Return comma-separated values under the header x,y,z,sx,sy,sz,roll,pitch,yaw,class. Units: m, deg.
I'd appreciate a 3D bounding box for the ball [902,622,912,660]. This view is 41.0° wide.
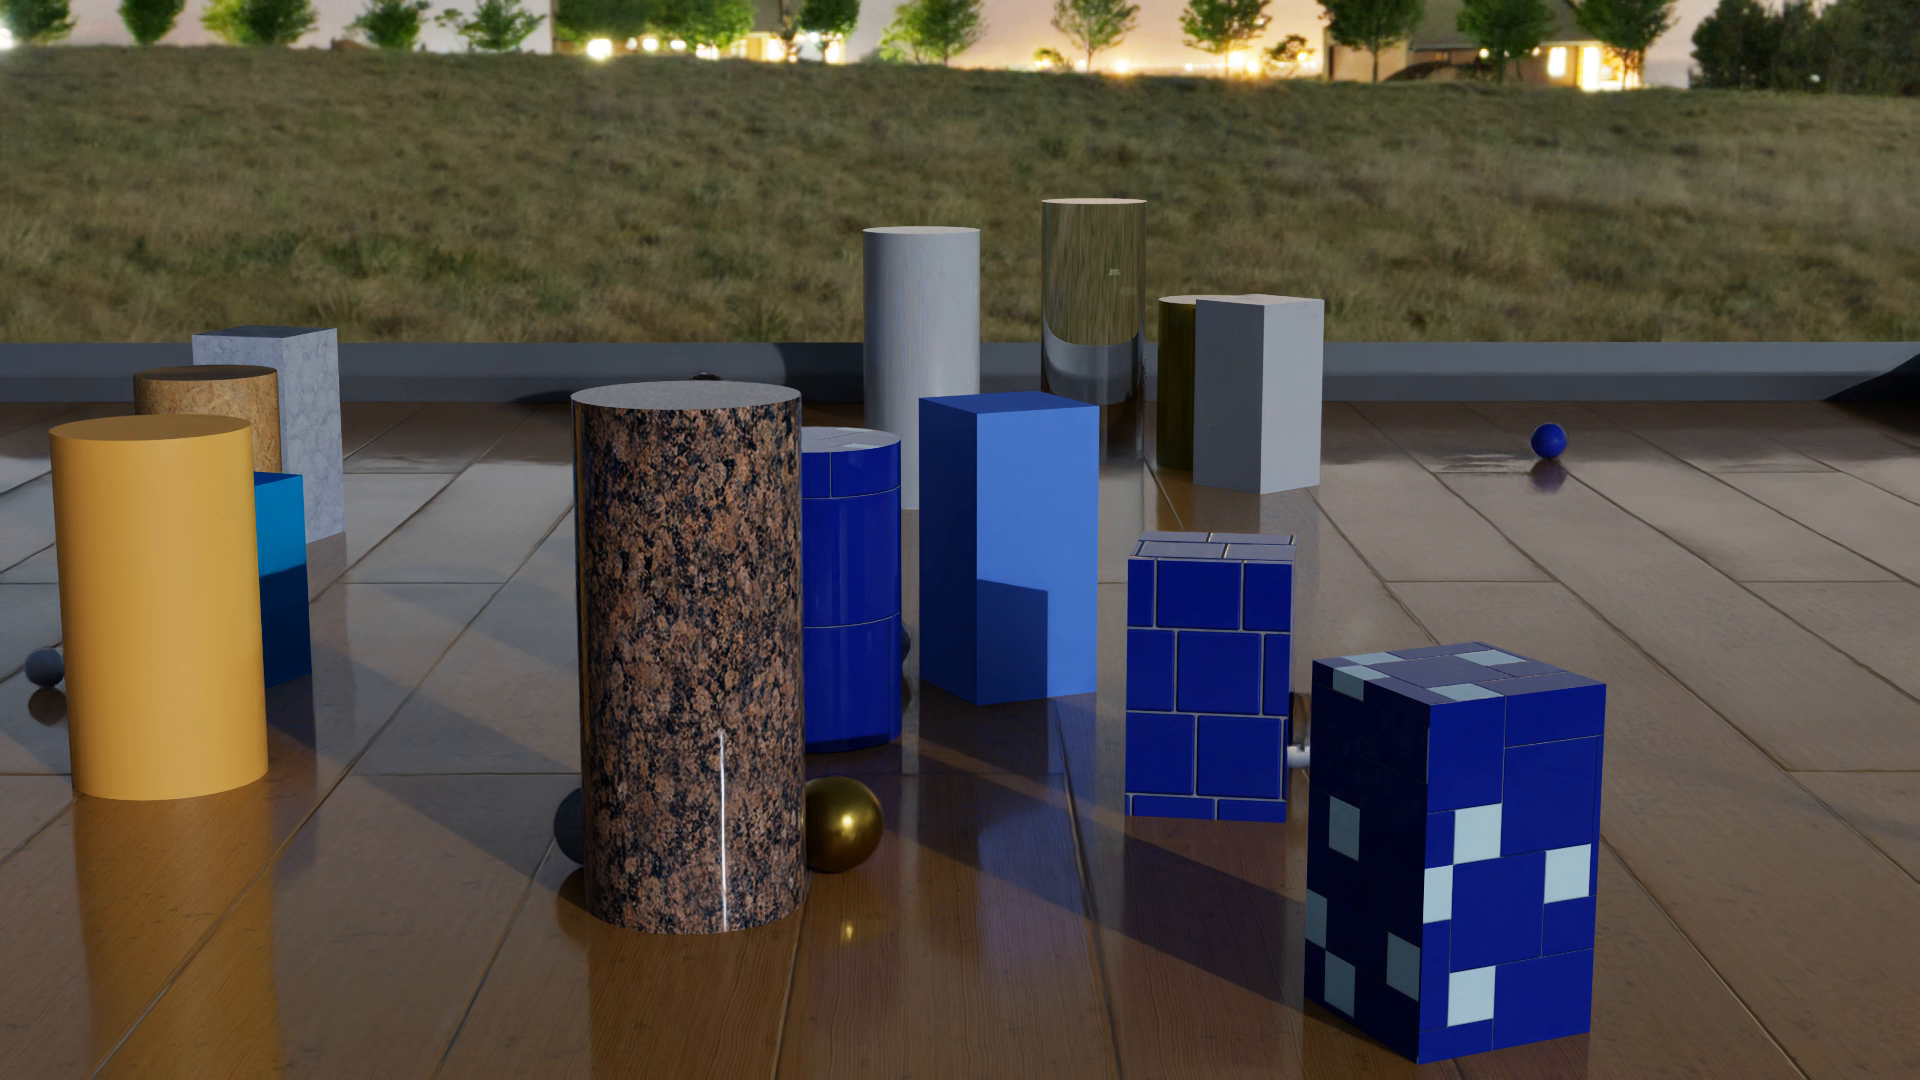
x,y,z,sx,sy,sz,roll,pitch,yaw,class
-0.094,0.123,3.129,0.068,0.068,0.068,0,11,0,ball

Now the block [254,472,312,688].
x,y,z,sx,sy,sz,roll,pitch,yaw,class
-0.889,0.049,3.051,0.157,0.243,0.157,4,11,22,block

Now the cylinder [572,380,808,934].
x,y,z,sx,sy,sz,roll,pitch,yaw,class
-0.234,0.096,2.232,0.196,0.448,0.196,0,11,0,cylinder

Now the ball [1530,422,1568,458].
x,y,z,sx,sy,sz,roll,pitch,yaw,class
1.101,-0.185,4.796,0.067,0.067,0.067,0,11,0,ball

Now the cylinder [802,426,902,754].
x,y,z,sx,sy,sz,roll,pitch,yaw,class
-0.162,0.051,2.811,0.196,0.326,0.196,0,11,0,cylinder

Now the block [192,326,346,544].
x,y,z,sx,sy,sz,roll,pitch,yaw,class
-1.070,-0.163,3.980,0.157,0.321,0.157,3,11,16,block

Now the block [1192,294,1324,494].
x,y,z,sx,sy,sz,roll,pitch,yaw,class
0.520,-0.258,4.480,0.157,0.325,0.157,-9,14,-41,block

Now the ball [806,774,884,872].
x,y,z,sx,sy,sz,roll,pitch,yaw,class
-0.115,0.258,2.342,0.090,0.090,0.090,0,11,0,ball

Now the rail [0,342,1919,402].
x,y,z,sx,sy,sz,roll,pitch,yaw,class
-0.013,-0.363,5.585,4.287,0.127,0.045,0,11,0,rail

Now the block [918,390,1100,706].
x,y,z,sx,sy,sz,roll,pitch,yaw,class
0.056,0.005,3.023,0.157,0.339,0.157,-5,12,-25,block

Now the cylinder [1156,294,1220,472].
x,y,z,sx,sy,sz,roll,pitch,yaw,class
0.461,-0.290,4.714,0.196,0.303,0.196,0,11,0,cylinder

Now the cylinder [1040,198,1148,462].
x,y,z,sx,sy,sz,roll,pitch,yaw,class
0.249,-0.395,4.804,0.196,0.476,0.196,0,11,0,cylinder

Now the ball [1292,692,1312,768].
x,y,z,sx,sy,sz,roll,pitch,yaw,class
0.354,0.199,2.685,0.081,0.081,0.081,0,11,0,ball

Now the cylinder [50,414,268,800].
x,y,z,sx,sy,sz,roll,pitch,yaw,class
-0.820,0.064,2.635,0.196,0.364,0.196,0,11,0,cylinder

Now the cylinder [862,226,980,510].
x,y,z,sx,sy,sz,roll,pitch,yaw,class
-0.064,-0.292,4.309,0.196,0.455,0.196,0,11,0,cylinder

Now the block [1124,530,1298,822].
x,y,z,sx,sy,sz,roll,pitch,yaw,class
0.252,0.133,2.561,0.157,0.256,0.157,2,11,9,block

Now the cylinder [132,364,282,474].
x,y,z,sx,sy,sz,roll,pitch,yaw,class
-1.064,-0.090,3.646,0.196,0.298,0.196,0,11,0,cylinder

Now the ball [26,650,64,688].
x,y,z,sx,sy,sz,roll,pitch,yaw,class
-1.082,0.152,3.037,0.045,0.045,0.045,0,11,0,ball

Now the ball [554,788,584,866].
x,y,z,sx,sy,sz,roll,pitch,yaw,class
-0.335,0.263,2.357,0.075,0.075,0.075,0,11,0,ball

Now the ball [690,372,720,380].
x,y,z,sx,sy,sz,roll,pitch,yaw,class
-0.537,-0.308,5.398,0.088,0.088,0.088,0,11,0,ball

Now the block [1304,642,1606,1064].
x,y,z,sx,sy,sz,roll,pitch,yaw,class
0.376,0.234,1.970,0.157,0.273,0.157,-5,12,-24,block
